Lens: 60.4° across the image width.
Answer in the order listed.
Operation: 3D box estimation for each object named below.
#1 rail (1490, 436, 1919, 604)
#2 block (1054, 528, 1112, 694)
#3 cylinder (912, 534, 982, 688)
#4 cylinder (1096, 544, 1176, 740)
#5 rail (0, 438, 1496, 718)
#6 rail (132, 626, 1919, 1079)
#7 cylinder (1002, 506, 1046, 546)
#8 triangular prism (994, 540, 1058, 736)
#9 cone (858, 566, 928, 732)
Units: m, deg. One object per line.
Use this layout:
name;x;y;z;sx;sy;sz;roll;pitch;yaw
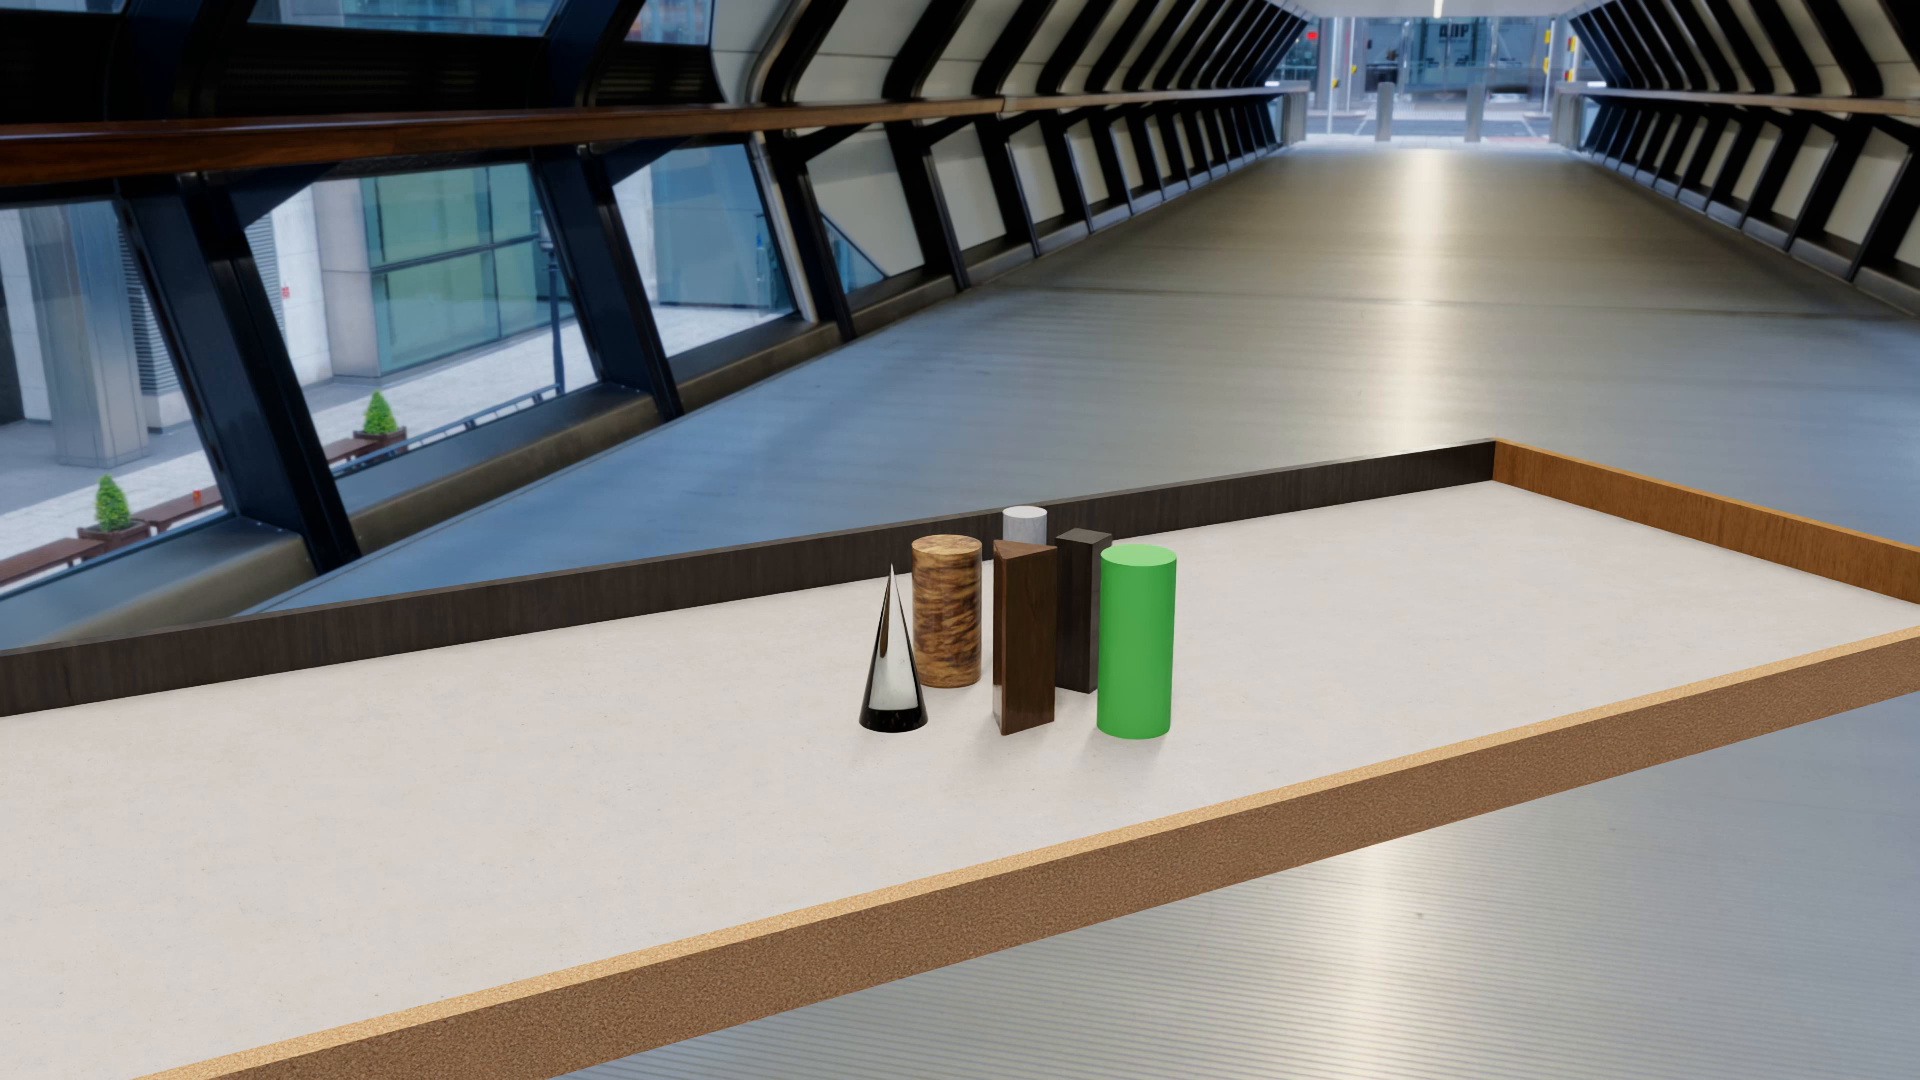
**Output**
rail;2.466;-0.048;5.253;0.050;0.150;2.100;-9;18;-27
block;0.302;0.175;4.076;0.103;0.386;0.103;10;19;31
cylinder;-0.033;0.178;4.133;0.175;0.348;0.175;0;16;0
cylinder;0.407;0.234;3.817;0.173;0.418;0.173;0;16;0
rail;-3.305;0.497;3.399;12.000;0.150;0.050;-9;18;-27
rail;-2.336;1.006;1.665;12.000;0.150;0.050;-9;18;-27
cylinder;0.169;0.104;4.348;0.115;0.369;0.115;0;16;0
triangular prism;0.121;0.220;3.849;0.155;0.428;0.134;-12;20;-35
cone;-0.158;0.239;3.854;0.166;0.388;0.166;0;16;0
